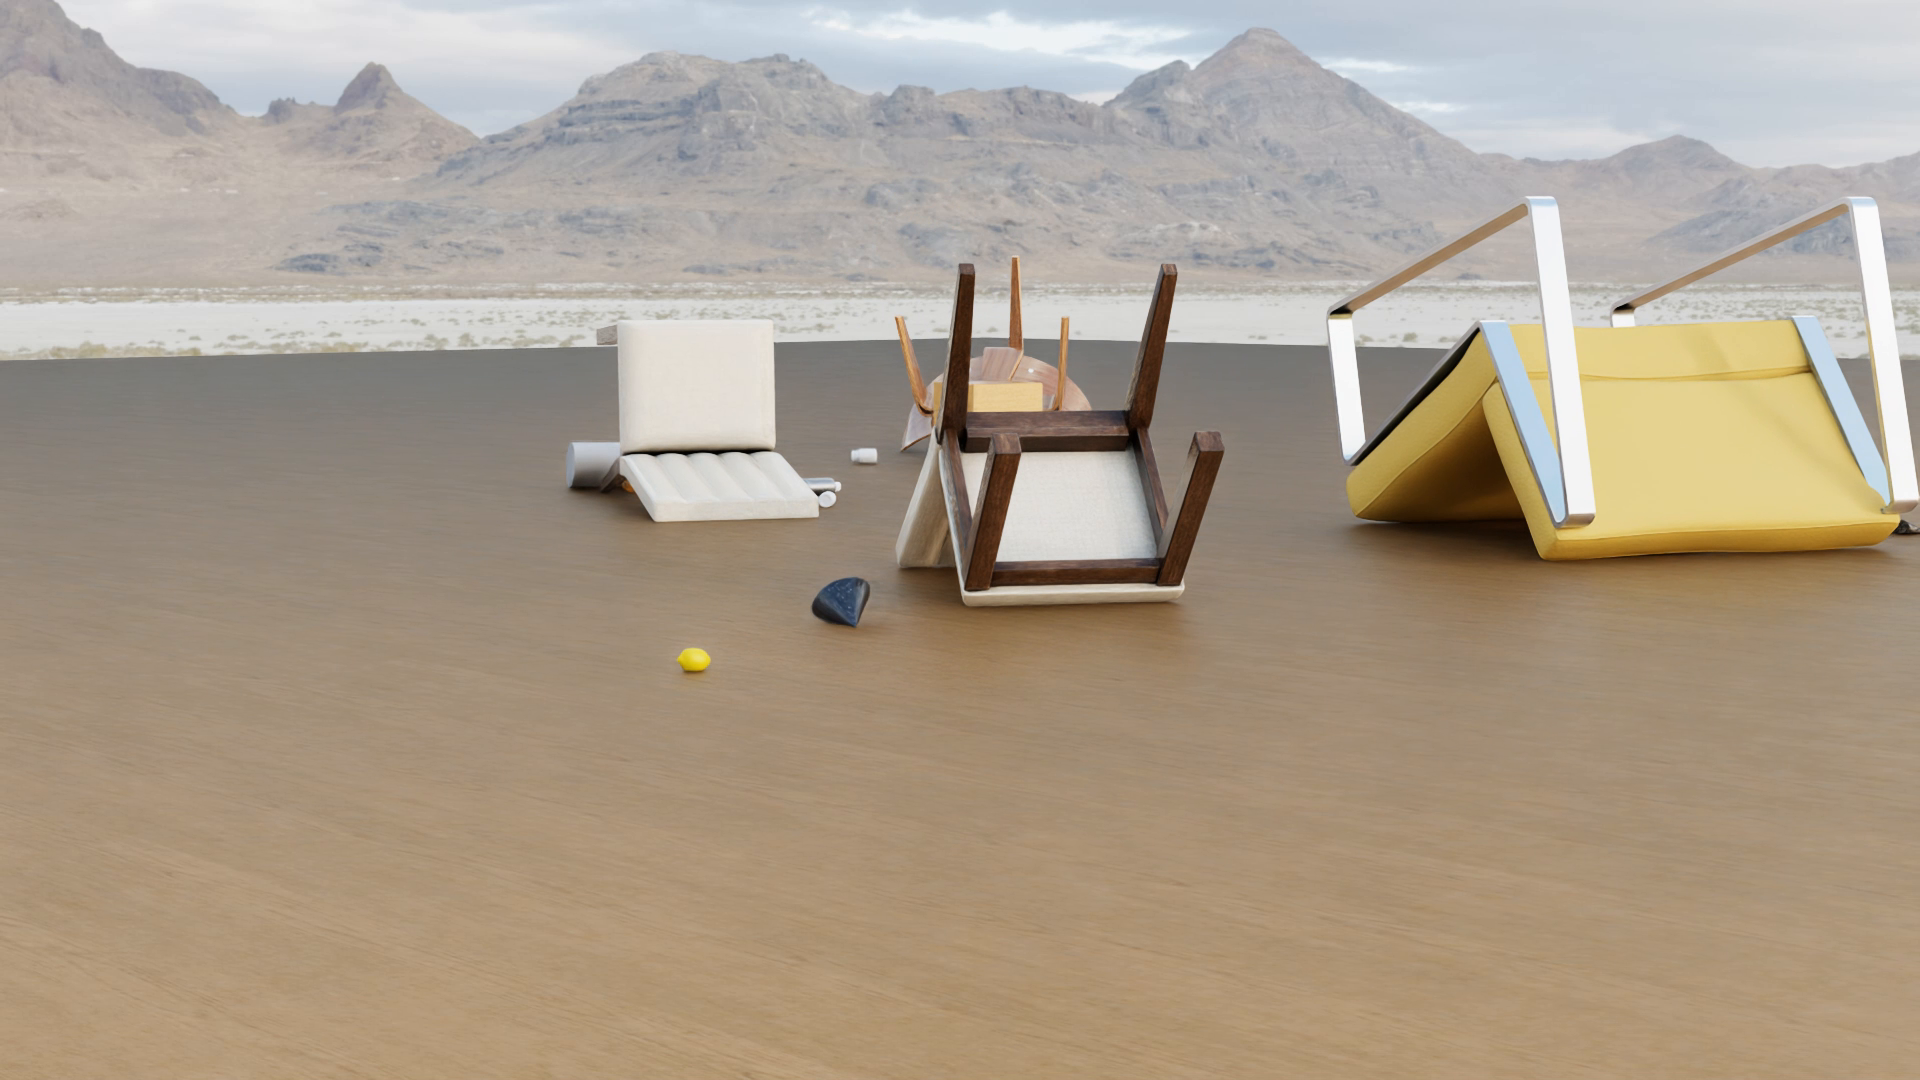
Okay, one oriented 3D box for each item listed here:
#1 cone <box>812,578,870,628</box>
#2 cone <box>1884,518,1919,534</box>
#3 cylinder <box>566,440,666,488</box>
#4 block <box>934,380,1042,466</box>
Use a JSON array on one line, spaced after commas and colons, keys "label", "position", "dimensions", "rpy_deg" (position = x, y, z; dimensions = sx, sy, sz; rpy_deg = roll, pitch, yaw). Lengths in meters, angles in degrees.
[{"label": "cone", "position": [-0.211, 0.139, 4.849], "dimensions": [0.120, 0.094, 0.093], "rpy_deg": [-27, 40, -2]}, {"label": "cone", "position": [2.446, -0.027, 6.580], "dimensions": [0.101, 0.039, 0.103], "rpy_deg": [10, 2, -15]}, {"label": "cylinder", "position": [-1.072, -0.235, 7.981], "dimensions": [0.279, 0.131, 0.250], "rpy_deg": [-2, -12, -15]}, {"label": "block", "position": [0.098, -0.414, 9.045], "dimensions": [0.283, 0.283, 0.270], "rpy_deg": [-4, 7, -31]}]
